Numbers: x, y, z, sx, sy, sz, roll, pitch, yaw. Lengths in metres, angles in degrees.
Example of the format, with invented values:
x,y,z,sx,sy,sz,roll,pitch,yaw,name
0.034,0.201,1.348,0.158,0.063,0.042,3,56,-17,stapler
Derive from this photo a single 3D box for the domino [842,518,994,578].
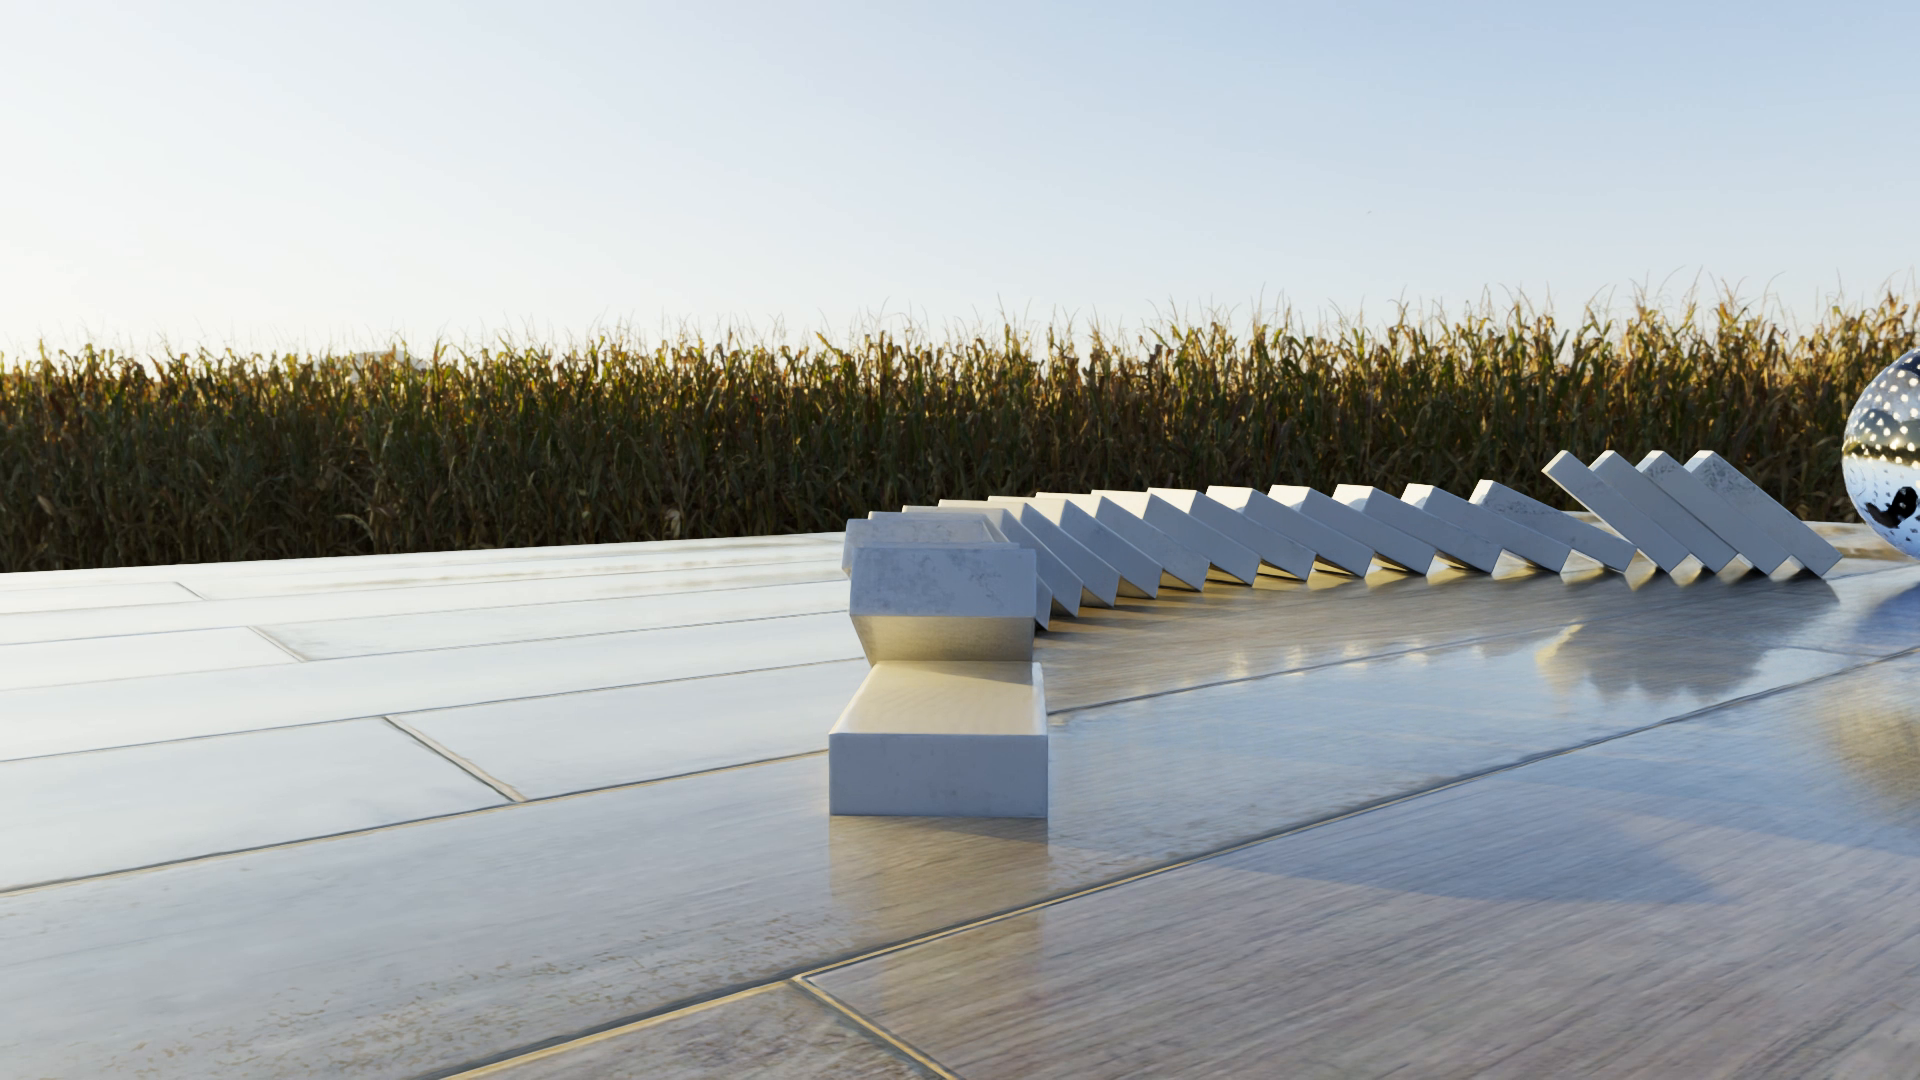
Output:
x,y,z,sx,sy,sz,roll,pitch,yaw,name
-0.003,0.009,0.250,0.025,0.009,0.050,1,-20,13,domino

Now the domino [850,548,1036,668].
x,y,z,sx,sy,sz,roll,pitch,yaw,name
-0.002,0.014,0.196,0.025,0.009,0.050,0,-19,2,domino

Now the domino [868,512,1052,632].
x,y,z,sx,sy,sz,roll,pitch,yaw,name
0.001,0.008,0.275,0.025,0.009,0.050,2,-19,21,domino

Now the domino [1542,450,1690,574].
x,y,z,sx,sy,sz,roll,pitch,yaw,name
0.222,-0.010,0.436,0.050,0.009,0.025,44,17,12,domino

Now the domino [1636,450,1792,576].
x,y,z,sx,sy,sz,roll,pitch,yaw,name
0.250,-0.010,0.429,0.050,0.009,0.025,44,17,12,domino

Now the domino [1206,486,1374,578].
x,y,z,sx,sy,sz,roll,pitch,yaw,name
0.104,-0.003,0.410,0.050,0.009,0.025,24,-4,-20,domino

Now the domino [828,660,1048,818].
x,y,z,sx,sy,sz,roll,pitch,yaw,name
-0.001,0.025,0.171,0.025,0.010,0.050,0,4,3,domino

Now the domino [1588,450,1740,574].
x,y,z,sx,sy,sz,roll,pitch,yaw,name
0.237,-0.010,0.435,0.050,0.009,0.025,44,17,12,domino

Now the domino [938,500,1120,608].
x,y,z,sx,sy,sz,roll,pitch,yaw,name
0.017,0.004,0.323,0.025,0.010,0.050,3,-19,36,domino

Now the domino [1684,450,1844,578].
x,y,z,sx,sy,sz,roll,pitch,yaw,name
0.264,-0.009,0.424,0.050,0.009,0.025,44,17,12,domino

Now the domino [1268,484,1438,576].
x,y,z,sx,sy,sz,roll,pitch,yaw,name
0.127,-0.003,0.421,0.050,0.009,0.025,23,-1,-14,domino

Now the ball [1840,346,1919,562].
x,y,z,sx,sy,sz,roll,pitch,yaw,name
0.329,-0.028,0.409,0.080,0.080,0.080,0,4,0,ball

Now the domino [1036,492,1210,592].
x,y,z,sx,sy,sz,roll,pitch,yaw,name
0.046,0.001,0.364,0.050,0.009,0.025,27,-14,-39,domino

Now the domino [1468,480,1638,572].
x,y,z,sx,sy,sz,roll,pitch,yaw,name
0.201,-0.005,0.437,0.050,0.009,0.025,26,9,10,domino

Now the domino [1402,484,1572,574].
x,y,z,sx,sy,sz,roll,pitch,yaw,name
0.176,-0.004,0.433,0.050,0.010,0.025,24,4,-1,domino

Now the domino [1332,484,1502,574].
x,y,z,sx,sy,sz,roll,pitch,yaw,name
0.151,-0.004,0.427,0.050,0.010,0.025,23,0,-10,domino

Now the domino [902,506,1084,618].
x,y,z,sx,sy,sz,roll,pitch,yaw,name
0.008,0.006,0.299,0.025,0.009,0.050,2,-19,27,domino

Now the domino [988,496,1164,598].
x,y,z,sx,sy,sz,roll,pitch,yaw,name
0.031,0.002,0.343,0.025,0.009,0.050,4,-18,40,domino

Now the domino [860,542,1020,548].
x,y,z,sx,sy,sz,roll,pitch,yaw,name
-0.002,0.012,0.224,0.025,0.010,0.050,0,-17,2,domino

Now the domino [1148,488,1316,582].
x,y,z,sx,sy,sz,roll,pitch,yaw,name
0.083,-0.002,0.398,0.050,0.010,0.025,24,-7,-25,domino

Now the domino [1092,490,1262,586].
x,y,z,sx,sy,sz,roll,pitch,yaw,name
0.063,0.000,0.381,0.050,0.009,0.025,26,-11,-34,domino
